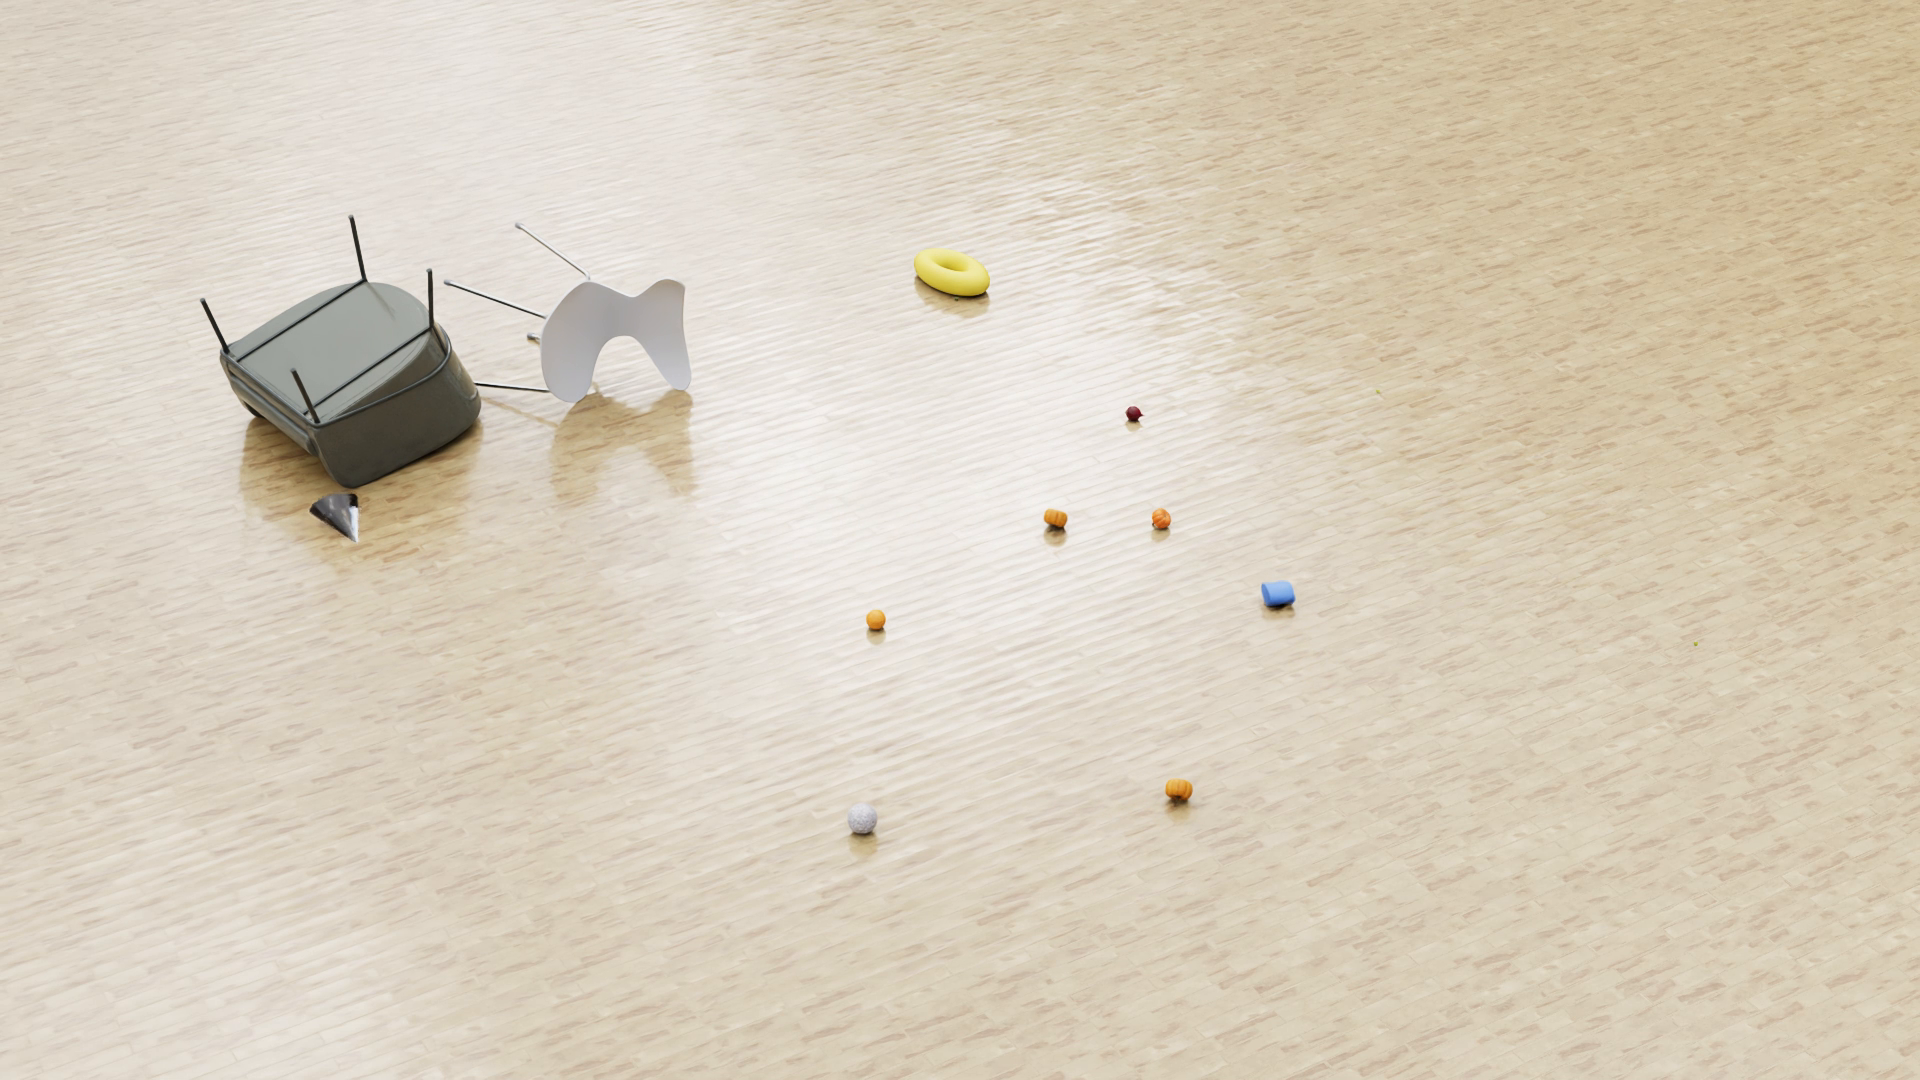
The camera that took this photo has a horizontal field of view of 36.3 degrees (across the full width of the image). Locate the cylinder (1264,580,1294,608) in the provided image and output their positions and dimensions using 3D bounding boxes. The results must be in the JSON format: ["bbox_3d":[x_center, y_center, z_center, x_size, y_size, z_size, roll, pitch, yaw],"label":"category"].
[{"bbox_3d":[1.149,0.193,10.589,0.093,0.068,0.102,-18,24,5],"label":"cylinder"}]

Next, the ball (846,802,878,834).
[{"bbox_3d":[-0.316,0.900,9.486,0.101,0.101,0.101,0,33,0],"label":"ball"}]

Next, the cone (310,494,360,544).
[{"bbox_3d":[-2.300,-0.058,10.978,0.202,0.119,0.215,-11,50,-35],"label":"cone"}]

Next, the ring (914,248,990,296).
[{"bbox_3d":[-0.035,-1.152,12.599,0.235,0.105,0.405,-28,42,-37],"label":"ring"}]
